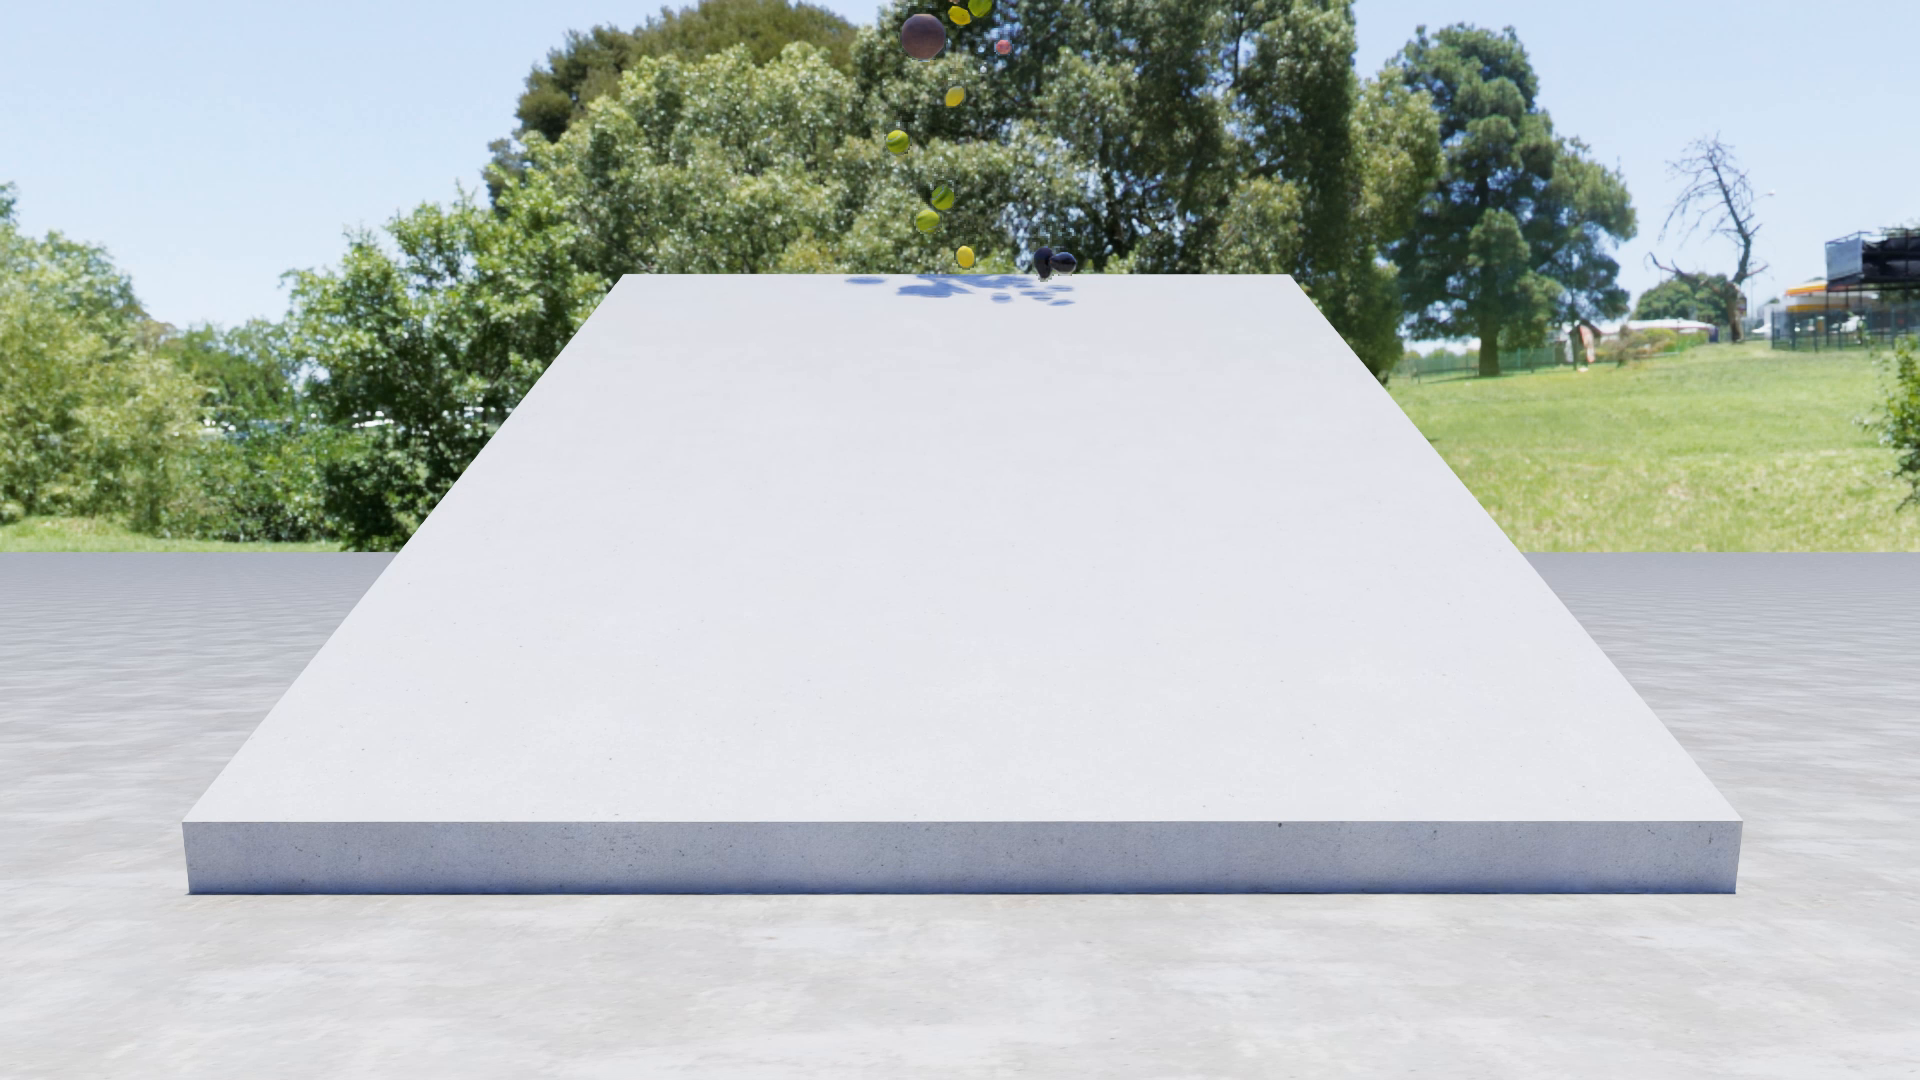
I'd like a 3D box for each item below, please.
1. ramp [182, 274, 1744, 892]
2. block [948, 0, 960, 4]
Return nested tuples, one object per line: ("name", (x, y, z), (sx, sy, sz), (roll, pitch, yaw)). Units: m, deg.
("ramp", (-0.003, -0.171, 4.771), (2.000, 0.100, 4.000), (0, 17, 0))
("block", (-0.021, -1.593, 6.364), (0.067, 0.067, 0.067), (28, -25, 20))
